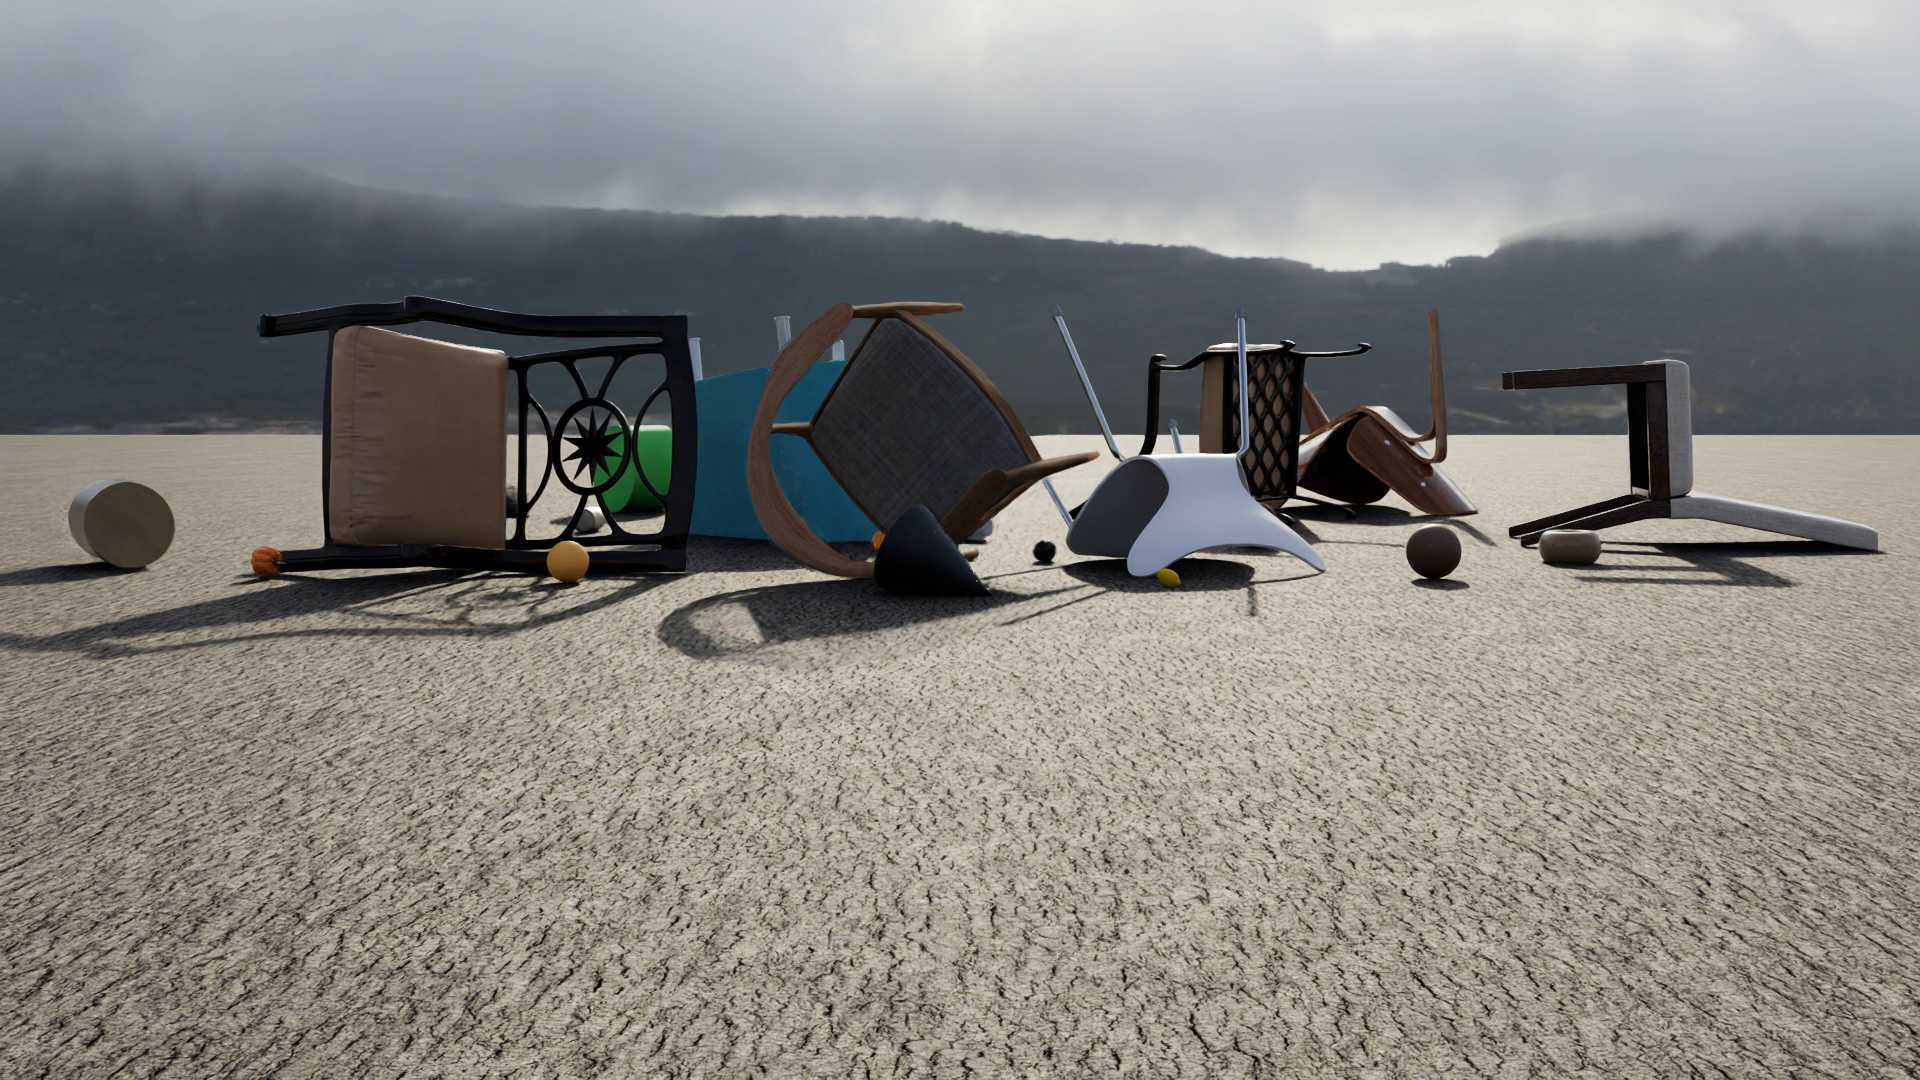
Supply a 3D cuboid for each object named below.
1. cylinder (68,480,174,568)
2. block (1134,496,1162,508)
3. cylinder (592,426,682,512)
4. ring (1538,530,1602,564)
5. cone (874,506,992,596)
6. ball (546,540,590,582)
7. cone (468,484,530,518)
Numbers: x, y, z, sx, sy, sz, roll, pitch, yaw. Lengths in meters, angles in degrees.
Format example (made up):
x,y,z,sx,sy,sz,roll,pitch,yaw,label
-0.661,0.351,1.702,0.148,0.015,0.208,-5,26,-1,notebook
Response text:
x,y,z,sx,sy,sz,roll,pitch,yaw,label
-2.144,-0.044,5.619,0.222,0.210,0.240,44,-18,-25,cylinder
0.707,-0.142,8.299,0.079,0.043,0.083,-1,4,-18,block
-1.183,-0.263,8.075,0.243,0.318,0.222,15,13,40,cylinder
1.581,0.018,5.701,0.140,0.082,0.199,-3,4,-15,ring
-0.025,0.071,4.814,0.249,0.206,0.213,29,38,28,cone
-0.910,0.050,5.105,0.097,0.097,0.097,0,4,0,ball
-1.571,-0.111,7.744,0.249,0.118,0.221,-2,19,-42,cone
